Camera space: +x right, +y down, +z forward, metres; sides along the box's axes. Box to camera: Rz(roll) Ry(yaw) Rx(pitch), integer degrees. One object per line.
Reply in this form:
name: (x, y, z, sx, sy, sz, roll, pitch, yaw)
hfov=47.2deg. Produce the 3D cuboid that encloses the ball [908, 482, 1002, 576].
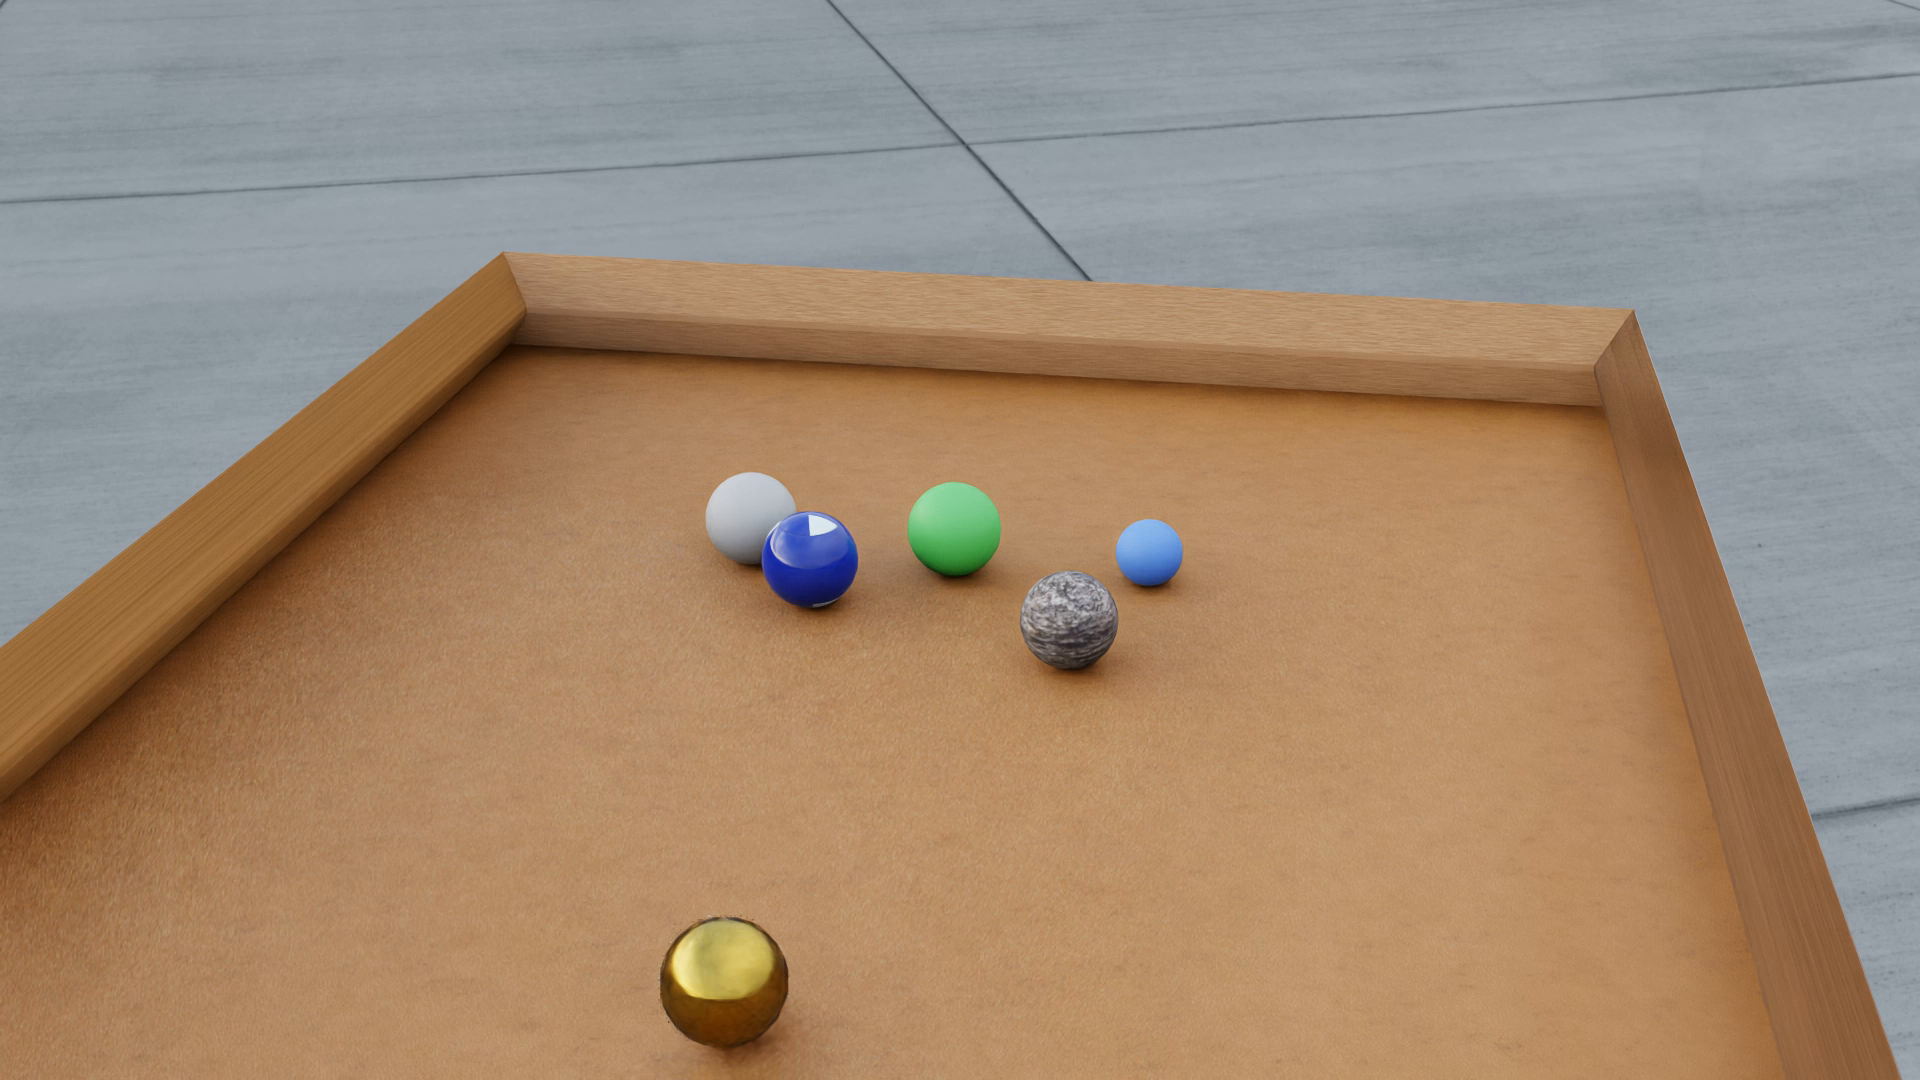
ball: (-0.006, -0.011, 2.259, 0.097, 0.097, 0.097, 0, 24, 0)

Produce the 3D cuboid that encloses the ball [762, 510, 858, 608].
ball: (-0.149, 0.019, 2.190, 0.097, 0.097, 0.097, 0, 24, 0)

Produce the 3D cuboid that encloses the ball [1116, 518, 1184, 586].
ball: (0.193, 0.013, 2.240, 0.068, 0.068, 0.068, 0, 24, 0)

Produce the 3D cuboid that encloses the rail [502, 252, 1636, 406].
rail: (0.105, -0.263, 2.788, 1.445, 0.126, 0.045, 4, 24, 9)

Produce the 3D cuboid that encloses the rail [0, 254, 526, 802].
rail: (-0.797, 0.190, 1.767, 0.045, 0.126, 2.557, 4, 24, 9)

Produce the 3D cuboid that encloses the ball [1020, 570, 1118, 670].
ball: (0.103, 0.075, 2.070, 0.093, 0.093, 0.093, 0, 24, 0)

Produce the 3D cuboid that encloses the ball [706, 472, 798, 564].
ball: (-0.217, -0.023, 2.285, 0.096, 0.096, 0.096, 0, 24, 0)

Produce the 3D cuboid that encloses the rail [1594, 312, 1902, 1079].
rail: (0.580, 0.286, 1.550, 0.045, 0.126, 2.557, 4, 24, 9)

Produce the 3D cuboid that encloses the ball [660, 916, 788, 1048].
ball: (-0.165, 0.310, 1.542, 0.091, 0.091, 0.091, 0, 24, 0)
